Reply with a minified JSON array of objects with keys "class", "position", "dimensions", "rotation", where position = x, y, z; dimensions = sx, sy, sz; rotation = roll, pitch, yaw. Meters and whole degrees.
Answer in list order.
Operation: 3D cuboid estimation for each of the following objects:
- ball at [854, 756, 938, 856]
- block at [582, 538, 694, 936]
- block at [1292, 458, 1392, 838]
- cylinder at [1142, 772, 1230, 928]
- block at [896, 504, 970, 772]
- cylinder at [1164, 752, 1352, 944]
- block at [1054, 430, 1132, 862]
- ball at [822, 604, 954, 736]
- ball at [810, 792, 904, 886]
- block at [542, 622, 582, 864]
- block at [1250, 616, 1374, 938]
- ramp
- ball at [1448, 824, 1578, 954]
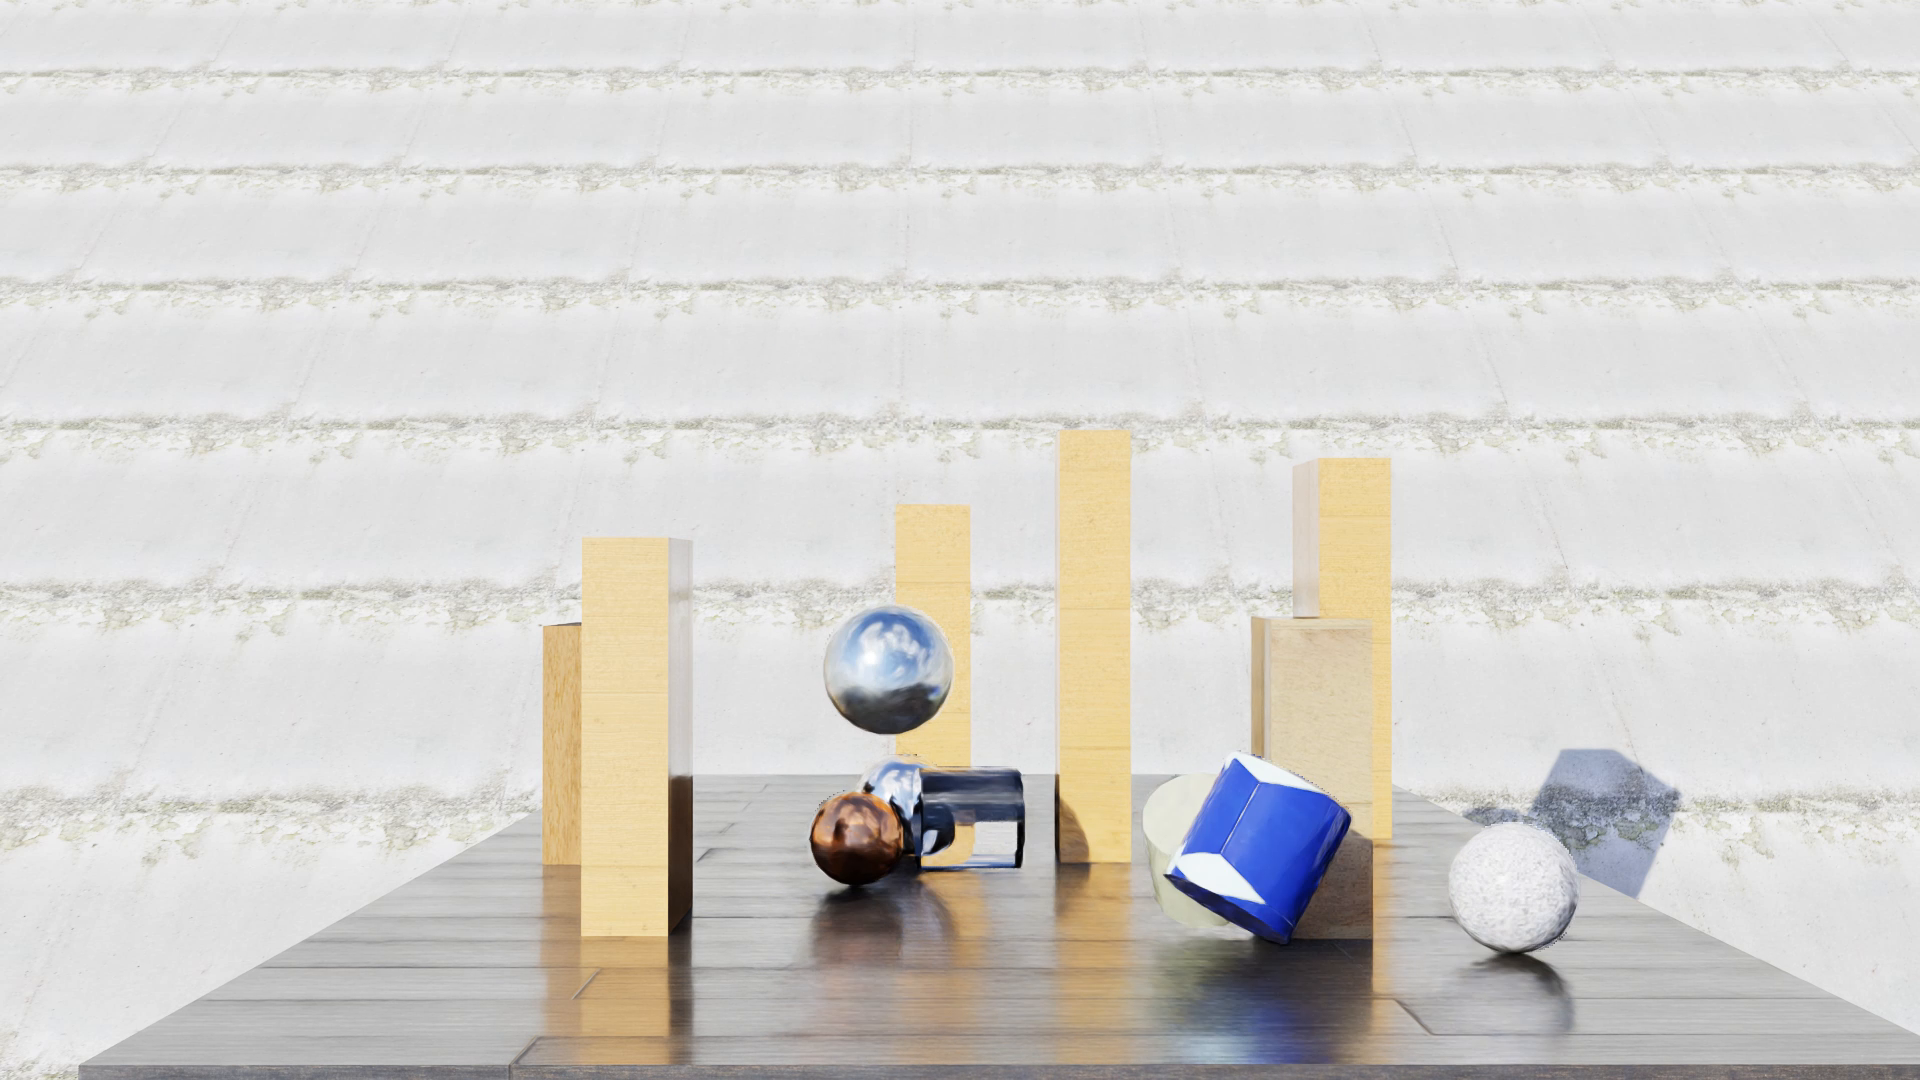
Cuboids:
[{"class":"ball","position":[-0.106,0.489,4.780],"dimensions":[0.183,0.183,0.183],"rotation":[0,32,0]},{"class":"block","position":[-0.479,0.283,3.880],"dimensions":[0.124,0.570,0.349],"rotation":[0,-1,0]},{"class":"block","position":[0.775,0.214,5.281],"dimensions":[0.141,0.746,0.402],"rotation":[0,-1,0]},{"class":"cylinder","position":[0.350,0.447,3.735],"dimensions":[0.158,0.158,0.158],"rotation":[-7,44,6]},{"class":"block","position":[-0.052,0.259,5.129],"dimensions":[0.145,0.652,0.245],"rotation":[0,-1,0]},{"class":"cylinder","position":[0.403,0.417,3.505],"dimensions":[0.188,0.188,0.188],"rotation":[23,77,32]},{"class":"block","position":[0.243,0.192,4.778],"dimensions":[0.127,0.777,0.251],"rotation":[0,-1,0]},{"class":"ball","position":[-0.094,0.169,3.383],"dimensions":[0.170,0.170,0.170],"rotation":[0,32,0]},{"class":"ball","position":[-0.172,0.496,4.306],"dimensions":[0.156,0.156,0.156],"rotation":[0,32,0]},{"class":"block","position":[-0.679,0.369,4.823],"dimensions":[0.131,0.425,0.396],"rotation":[0,-1,0]},{"class":"block","position":[0.513,0.340,3.801],"dimensions":[0.144,0.453,0.254],"rotation":[0,-1,0]},{"class":"ramp","position":[0.072,0.630,4.726],"dimensions":[2.000,0.100,4.000],"rotation":[0,-1,0]},{"class":"ball","position":[0.754,0.476,3.535],"dimensions":[0.175,0.175,0.175],"rotation":[0,32,0]}]
